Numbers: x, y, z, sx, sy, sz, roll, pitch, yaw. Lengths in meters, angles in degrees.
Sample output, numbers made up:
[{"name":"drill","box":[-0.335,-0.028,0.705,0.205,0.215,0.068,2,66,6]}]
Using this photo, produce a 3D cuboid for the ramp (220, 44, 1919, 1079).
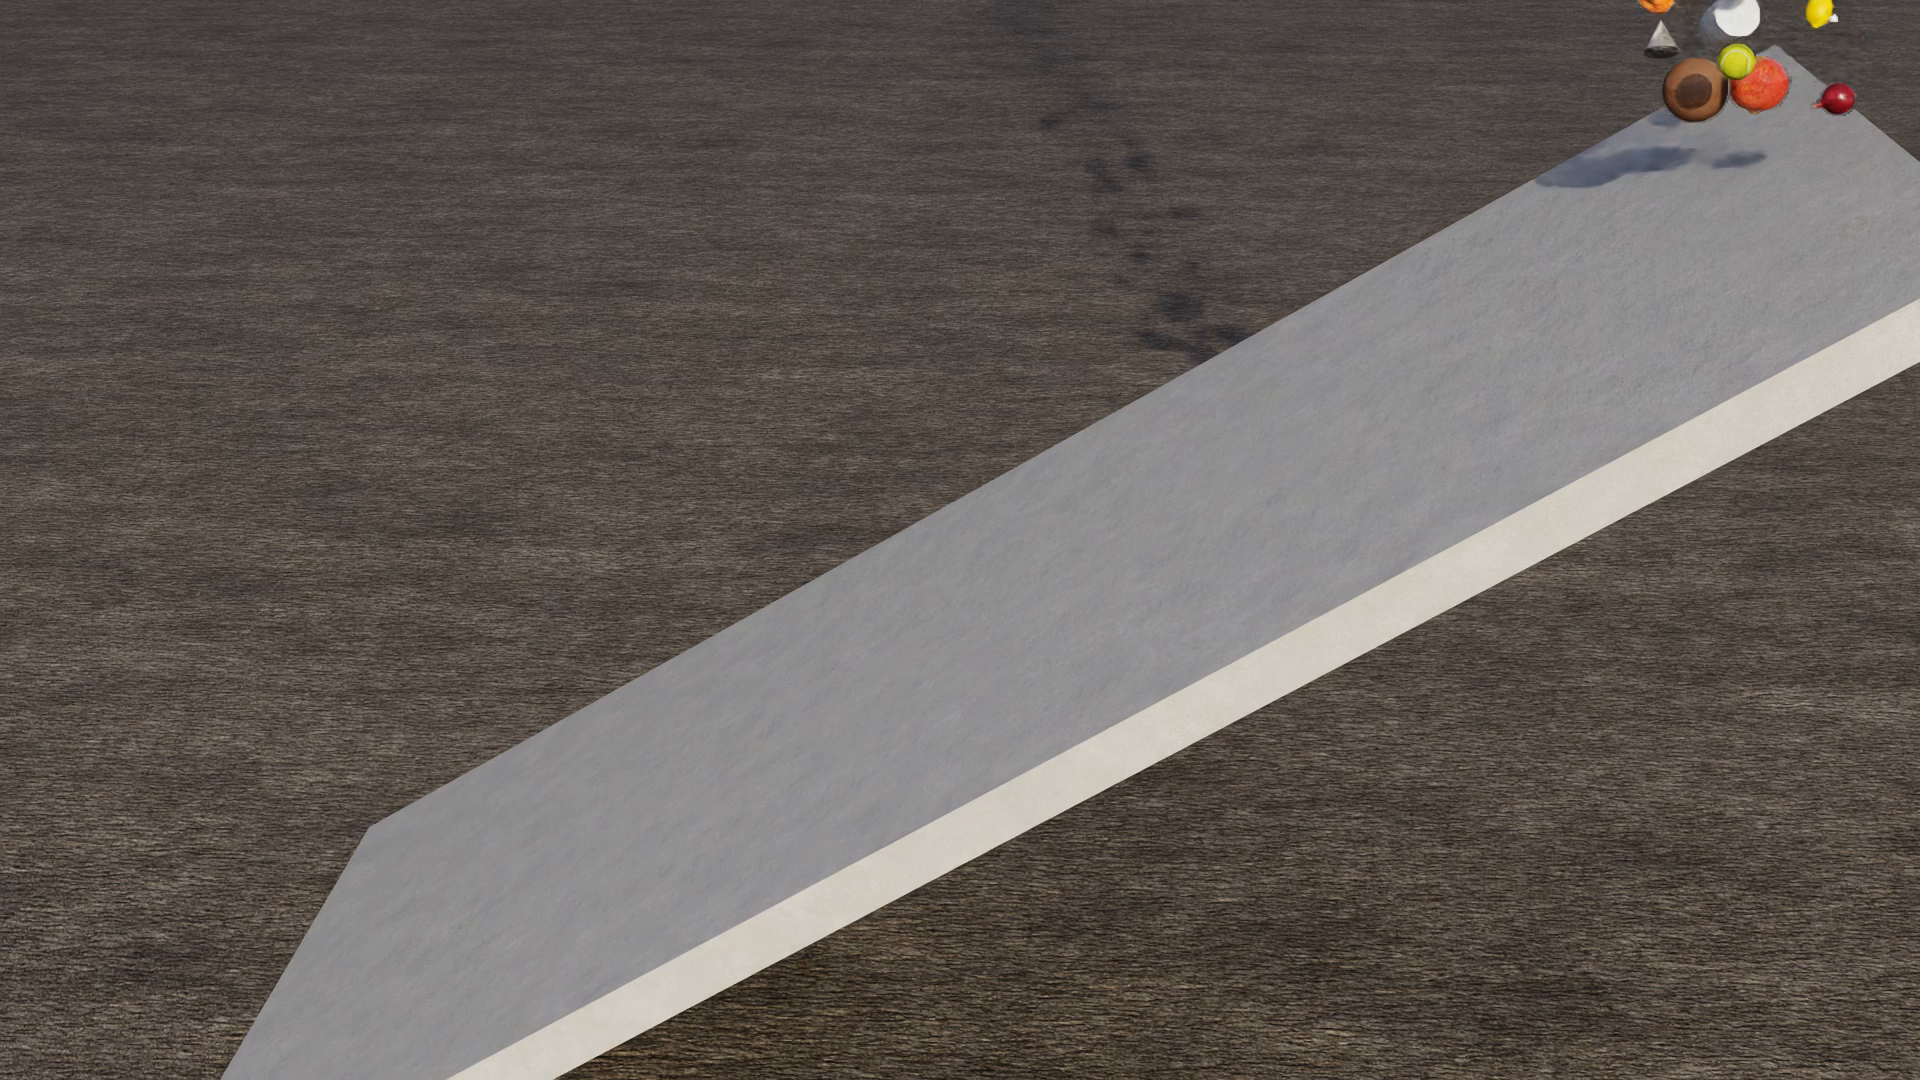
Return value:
[{"name":"ramp","box":[0.142,0.168,6.287,4.000,0.100,2.000,-29,15,12]}]

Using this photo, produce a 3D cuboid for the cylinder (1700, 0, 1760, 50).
[{"name":"cylinder","box":[1.532,-1.034,5.855,0.093,0.093,0.093,-2,-6,-5]}]

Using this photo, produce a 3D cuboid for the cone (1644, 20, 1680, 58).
[{"name":"cone","box":[1.416,-1.018,5.937,0.071,0.071,0.071,2,-12,0]}]
